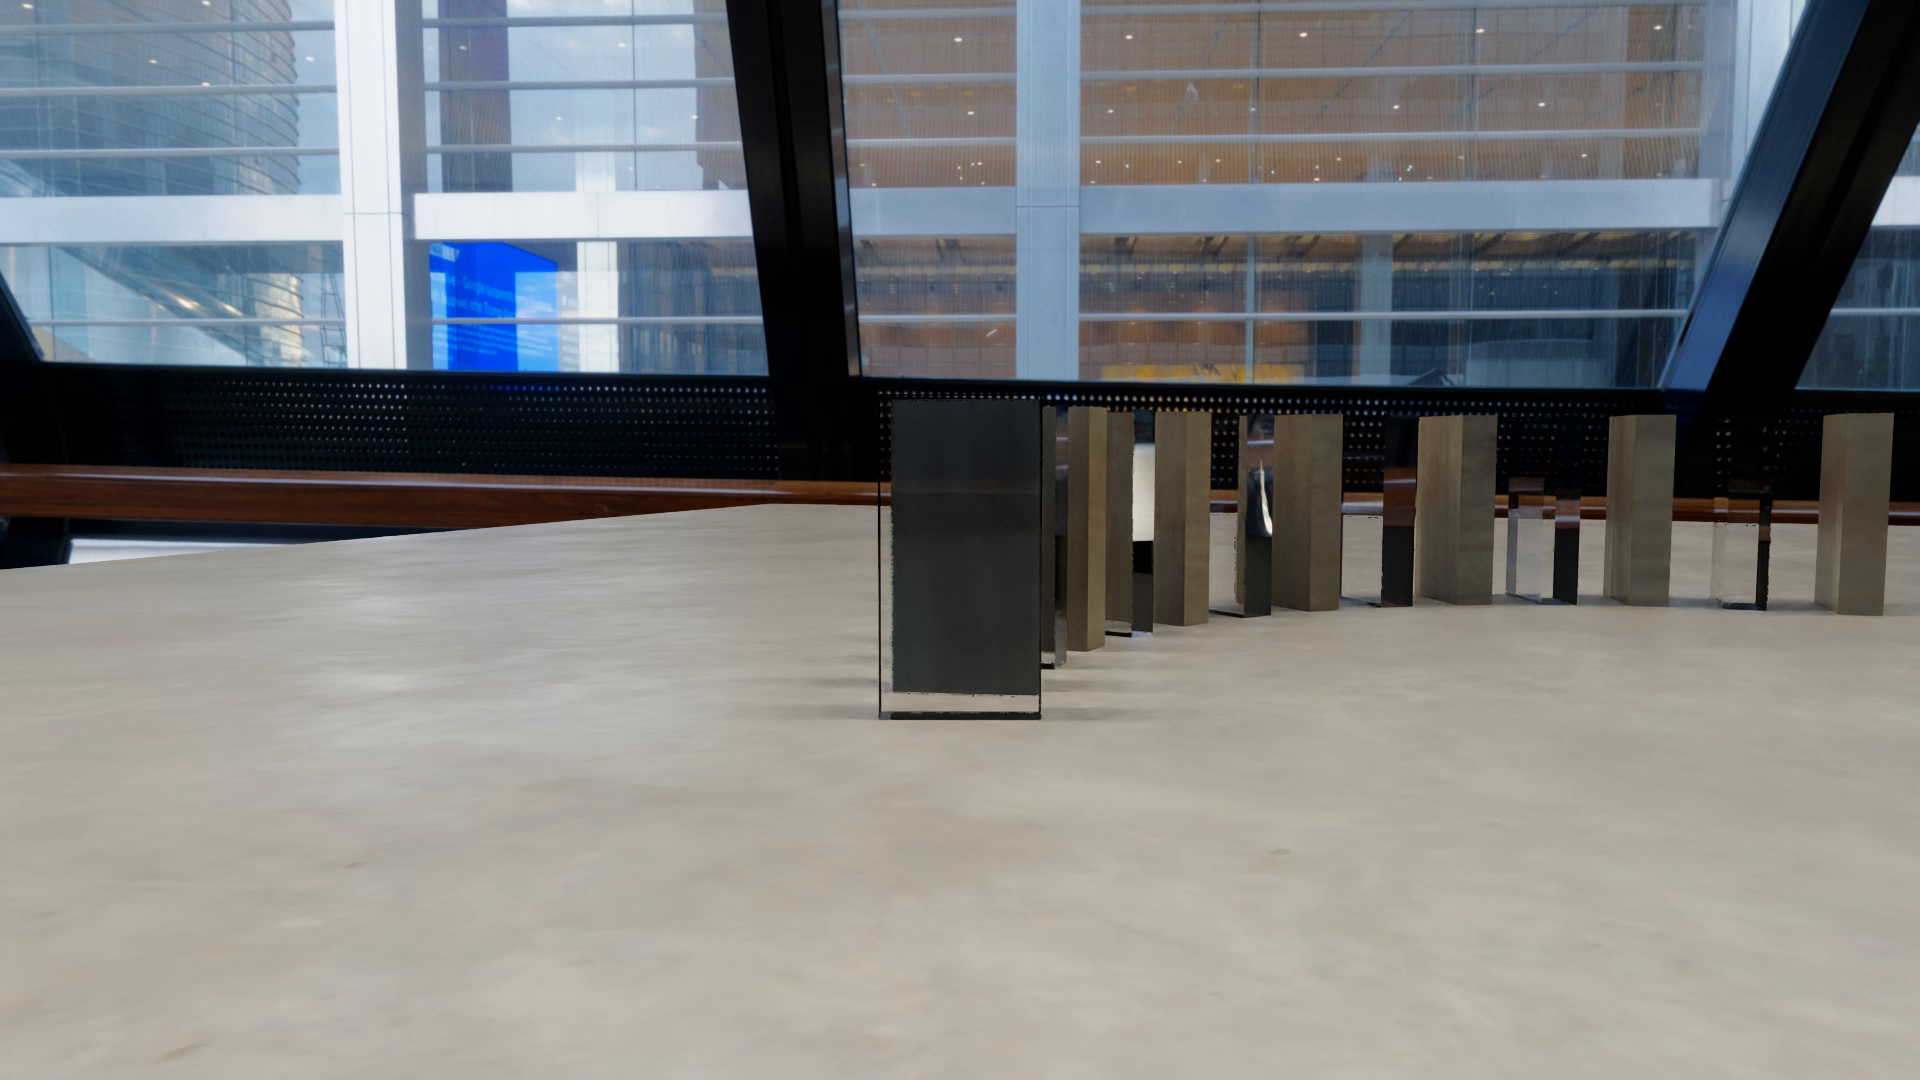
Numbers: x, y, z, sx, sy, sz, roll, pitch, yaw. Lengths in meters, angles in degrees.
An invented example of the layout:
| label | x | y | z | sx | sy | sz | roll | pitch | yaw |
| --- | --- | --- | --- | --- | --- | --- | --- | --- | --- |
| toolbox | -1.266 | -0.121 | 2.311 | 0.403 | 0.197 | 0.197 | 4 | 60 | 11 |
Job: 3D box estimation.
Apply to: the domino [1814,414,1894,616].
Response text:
| label | x | y | z | sx | sy | sz | roll | pitch | yaw |
| --- | --- | --- | --- | --- | --- | --- | --- | --- | --- |
| domino | 0.229 | -0.007 | 0.329 | 0.009 | 0.050 | 0.025 | 2 | 5 | 22 |

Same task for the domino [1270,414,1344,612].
| label | x | y | z | sx | sy | sz | roll | pitch | yaw |
| --- | --- | --- | --- | --- | --- | --- | --- | --- | --- |
| domino | 0.088 | -0.008 | 0.336 | 0.009 | 0.050 | 0.025 | -2 | 5 | -25 |

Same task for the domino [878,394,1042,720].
| label | x | y | z | sx | sy | sz | roll | pitch | yaw |
| --- | --- | --- | --- | --- | --- | --- | --- | --- | --- |
| domino | 0.000 | 0.002 | 0.201 | 0.025 | 0.050 | 0.010 | 0 | 4 | 0 |

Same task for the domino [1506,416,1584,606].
| label | x | y | z | sx | sy | sz | roll | pitch | yaw |
| --- | --- | --- | --- | --- | --- | --- | --- | --- | --- |
| domino | 0.159 | -0.009 | 0.350 | 0.009 | 0.050 | 0.025 | 0 | 4 | 3 |

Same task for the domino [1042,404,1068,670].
| label | x | y | z | sx | sy | sz | roll | pitch | yaw |
| --- | --- | --- | --- | --- | --- | --- | --- | --- | --- |
| domino | 0.008 | -0.001 | 0.249 | 0.025 | 0.050 | 0.009 | 1 | 5 | 19 |

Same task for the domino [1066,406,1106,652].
| label | x | y | z | sx | sy | sz | roll | pitch | yaw |
| --- | --- | --- | --- | --- | --- | --- | --- | --- | --- |
| domino | 0.017 | -0.003 | 0.271 | 0.025 | 0.050 | 0.009 | 2 | 5 | 28 |

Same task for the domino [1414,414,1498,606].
| label | x | y | z | sx | sy | sz | roll | pitch | yaw |
| --- | --- | --- | --- | --- | --- | --- | --- | --- | --- |
| domino | 0.135 | -0.009 | 0.349 | 0.010 | 0.050 | 0.025 | 0 | 4 | -6 |

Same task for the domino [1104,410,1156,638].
| label | x | y | z | sx | sy | sz | roll | pitch | yaw |
| --- | --- | --- | --- | --- | --- | --- | --- | --- | --- |
| domino | 0.031 | -0.004 | 0.291 | 0.025 | 0.050 | 0.010 | 3 | 5 | 38 |

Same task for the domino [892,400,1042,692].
| label | x | y | z | sx | sy | sz | roll | pitch | yaw |
| --- | --- | --- | --- | --- | --- | --- | --- | --- | --- |
| domino | 0.001 | 0.001 | 0.225 | 0.025 | 0.050 | 0.009 | 1 | 4 | 8 |

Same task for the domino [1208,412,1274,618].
| label | x | y | z | sx | sy | sz | roll | pitch | yaw |
| --- | --- | --- | --- | --- | --- | --- | --- | --- | --- |
| domino | 0.066 | -0.007 | 0.324 | 0.009 | 0.050 | 0.025 | -3 | 5 | -34 |

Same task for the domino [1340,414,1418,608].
| label | x | y | z | sx | sy | sz | roll | pitch | yaw |
| --- | --- | --- | --- | --- | --- | --- | --- | --- | --- |
| domino | 0.111 | -0.008 | 0.345 | 0.010 | 0.050 | 0.025 | -1 | 4 | -15 |

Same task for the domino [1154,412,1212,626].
| label | x | y | z | sx | sy | sz | roll | pitch | yaw |
| --- | --- | --- | --- | --- | --- | --- | --- | --- | --- |
| domino | 0.047 | -0.006 | 0.309 | 0.009 | 0.050 | 0.025 | -4 | 6 | -43 |

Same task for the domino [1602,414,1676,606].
| label | x | y | z | sx | sy | sz | roll | pitch | yaw |
| --- | --- | --- | --- | --- | --- | --- | --- | --- | --- |
| domino | 0.183 | -0.008 | 0.346 | 0.009 | 0.050 | 0.025 | 1 | 4 | 12 |

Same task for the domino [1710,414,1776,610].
| label | x | y | z | sx | sy | sz | roll | pitch | yaw |
| --- | --- | --- | --- | --- | --- | --- | --- | --- | --- |
| domino | 0.206 | -0.008 | 0.339 | 0.009 | 0.050 | 0.025 | 2 | 5 | 23 |
